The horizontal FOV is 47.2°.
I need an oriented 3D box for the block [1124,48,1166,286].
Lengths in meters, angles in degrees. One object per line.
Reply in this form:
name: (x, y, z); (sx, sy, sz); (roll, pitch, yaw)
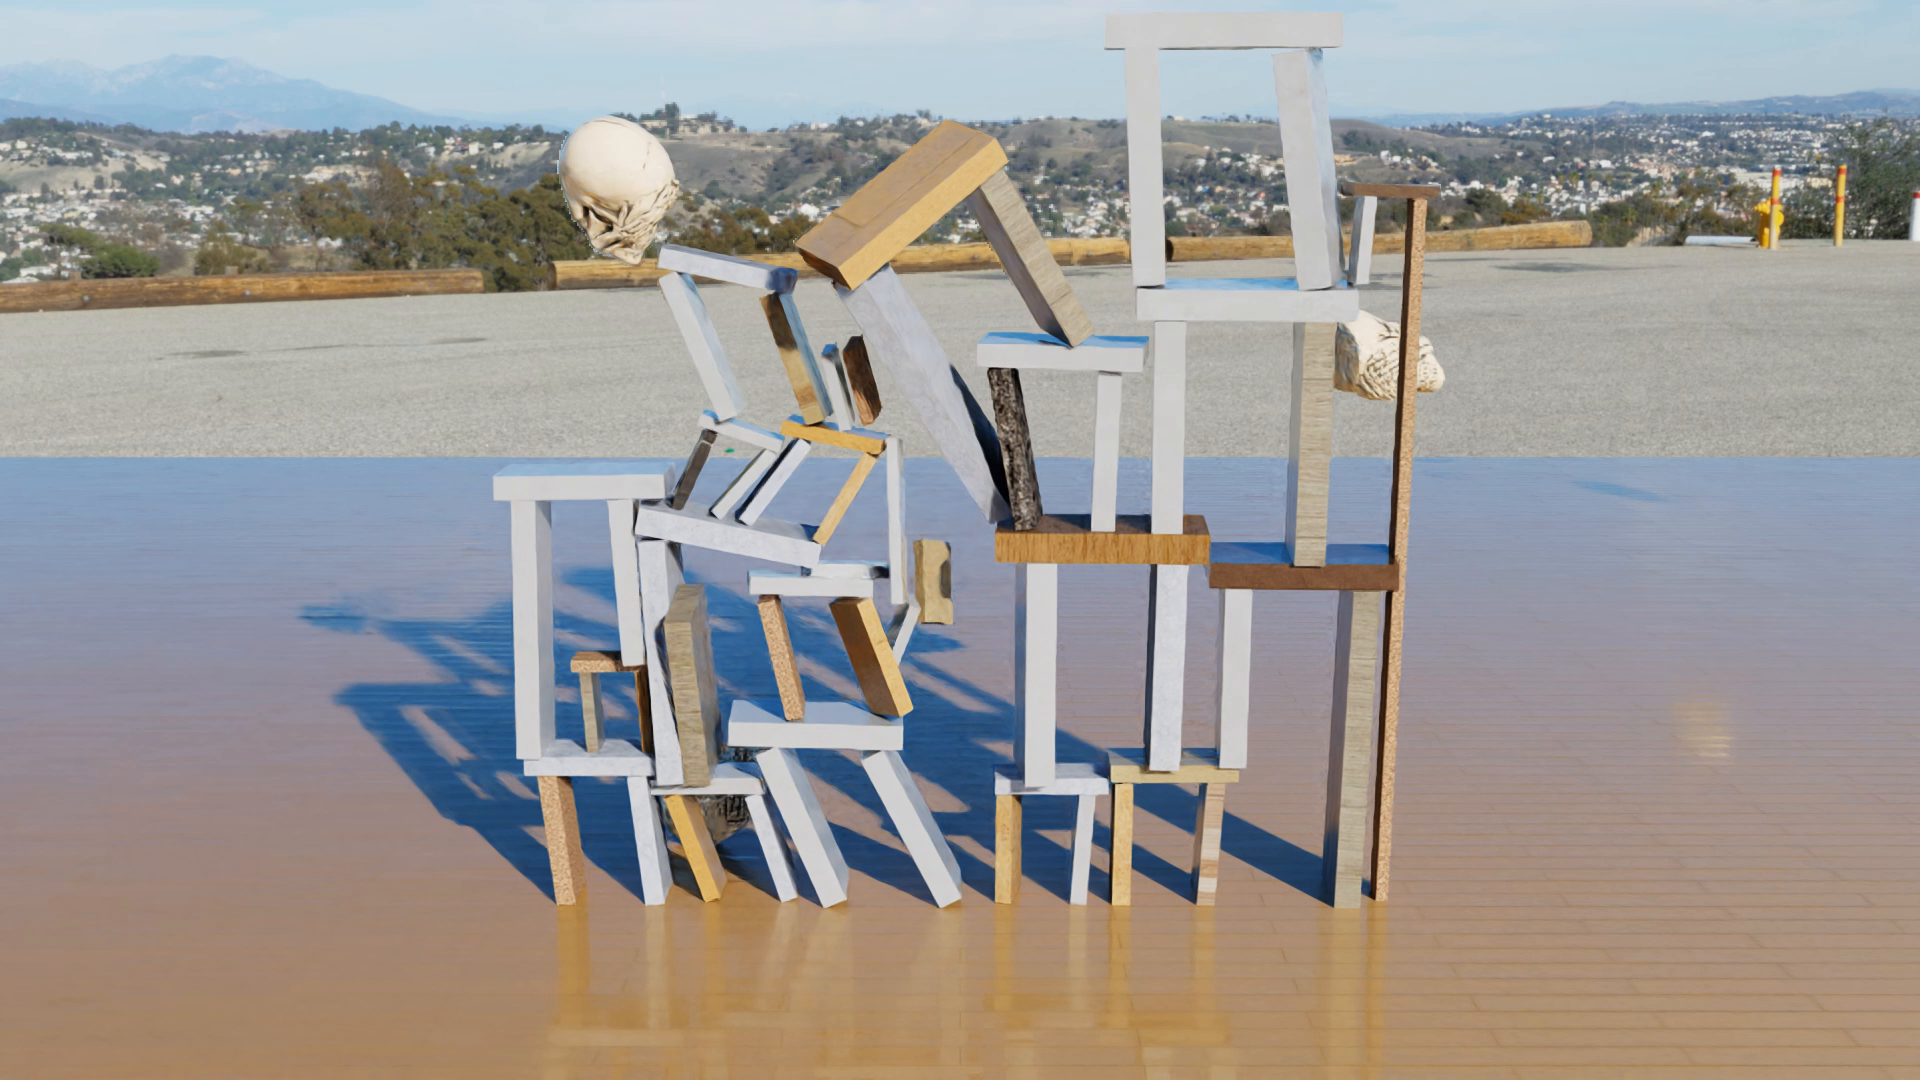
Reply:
block: (0.291, -0.584, 3.440); (0.051, 0.357, 0.179); (-2, 11, 6)

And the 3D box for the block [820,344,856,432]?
block: (-0.193, -0.243, 3.490); (0.018, 0.128, 0.064); (-11, 18, 8)

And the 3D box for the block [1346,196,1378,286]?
block: (0.629, -0.469, 3.440); (0.019, 0.136, 0.068); (4, 9, -2)

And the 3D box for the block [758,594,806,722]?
block: (-0.289, 0.186, 3.577); (0.028, 0.198, 0.099); (-13, 10, 0)

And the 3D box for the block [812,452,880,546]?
block: (-0.183, -0.070, 3.525); (0.023, 0.162, 0.081); (32, 7, -3)

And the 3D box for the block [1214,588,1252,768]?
block: (0.446, 0.207, 3.593); (0.042, 0.298, 0.149); (1, 13, 3)

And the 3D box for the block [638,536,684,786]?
block: (-0.474, 0.186, 3.583); (0.042, 0.399, 0.147); (-3, 10, 3)

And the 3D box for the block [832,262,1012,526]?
block: (-0.052, -0.259, 3.471); (0.044, 0.523, 0.154); (-22, 37, 17)

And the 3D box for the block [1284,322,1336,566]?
block: (0.557, -0.165, 3.501); (0.048, 0.385, 0.169); (1, 13, 3)

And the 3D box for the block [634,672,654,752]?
block: (-0.514, 0.275, 3.614); (0.019, 0.135, 0.068); (-4, 10, 1)

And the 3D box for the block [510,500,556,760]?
block: (-0.695, 0.134, 3.584); (0.038, 0.424, 0.135); (1, 11, 0)

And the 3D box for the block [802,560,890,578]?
block: (-0.183, 0.047, 3.596); (0.139, 0.020, 0.069); (1, 5, -18)

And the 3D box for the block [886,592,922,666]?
block: (-0.104, 0.161, 3.643); (0.020, 0.139, 0.069); (18, 14, -16)

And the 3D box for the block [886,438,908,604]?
block: (-0.101, -0.030, 3.528); (0.018, 0.263, 0.064); (-2, -1, 6)

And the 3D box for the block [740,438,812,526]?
block: (-0.298, -0.100, 3.541); (0.023, 0.162, 0.081); (37, 6, -11)

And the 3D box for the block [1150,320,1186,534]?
block: (0.332, -0.192, 3.513); (0.048, 0.338, 0.169); (1, 13, 4)

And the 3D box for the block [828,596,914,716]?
block: (-0.145, 0.188, 3.567); (0.028, 0.198, 0.099); (-27, 14, -28)

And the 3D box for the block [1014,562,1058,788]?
block: (0.122, 0.203, 3.593); (0.048, 0.365, 0.169); (-1, 10, -5)

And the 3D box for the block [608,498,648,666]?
block: (-0.535, 0.057, 3.568); (0.038, 0.270, 0.135); (-4, 11, -4)

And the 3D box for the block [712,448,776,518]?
block: (-0.347, -0.095, 3.542); (0.019, 0.136, 0.068); (41, 6, -10)

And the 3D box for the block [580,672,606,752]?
block: (-0.604, 0.275, 3.614); (0.019, 0.135, 0.067); (-4, 10, 1)

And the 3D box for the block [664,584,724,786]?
block: (-0.430, 0.235, 3.568); (0.042, 0.293, 0.147); (-2, 23, 4)

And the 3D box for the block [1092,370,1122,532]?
block: (0.234, -0.155, 3.524); (0.037, 0.259, 0.130); (2, 13, 3)

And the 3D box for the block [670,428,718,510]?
block: (-0.427, -0.118, 3.535); (0.019, 0.136, 0.068); (24, 10, -12)

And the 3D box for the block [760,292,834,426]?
block: (-0.259, -0.293, 3.508); (0.030, 0.213, 0.107); (-19, 8, 8)

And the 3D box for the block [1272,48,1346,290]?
block: (0.543, -0.576, 3.408); (0.051, 0.357, 0.179); (-5, 11, 18)

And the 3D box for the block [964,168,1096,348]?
block: (0.095, -0.451, 3.413); (0.044, 0.309, 0.154); (-35, 24, -5)

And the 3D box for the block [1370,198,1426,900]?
block: (0.709, 0.027, 3.562); (0.019, 1.146, 0.068); (1, 11, 2)

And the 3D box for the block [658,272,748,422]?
block: (-0.408, -0.312, 3.499); (0.030, 0.243, 0.107); (-22, 9, 7)

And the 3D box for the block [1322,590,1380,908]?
block: (0.641, 0.325, 3.613); (0.042, 0.535, 0.149); (1, 13, 1)

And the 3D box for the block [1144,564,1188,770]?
block: (0.335, 0.189, 3.590); (0.048, 0.338, 0.169); (1, 11, 1)

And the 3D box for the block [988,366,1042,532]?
block: (0.089, -0.155, 3.530); (0.037, 0.259, 0.130); (-9, 11, 7)
